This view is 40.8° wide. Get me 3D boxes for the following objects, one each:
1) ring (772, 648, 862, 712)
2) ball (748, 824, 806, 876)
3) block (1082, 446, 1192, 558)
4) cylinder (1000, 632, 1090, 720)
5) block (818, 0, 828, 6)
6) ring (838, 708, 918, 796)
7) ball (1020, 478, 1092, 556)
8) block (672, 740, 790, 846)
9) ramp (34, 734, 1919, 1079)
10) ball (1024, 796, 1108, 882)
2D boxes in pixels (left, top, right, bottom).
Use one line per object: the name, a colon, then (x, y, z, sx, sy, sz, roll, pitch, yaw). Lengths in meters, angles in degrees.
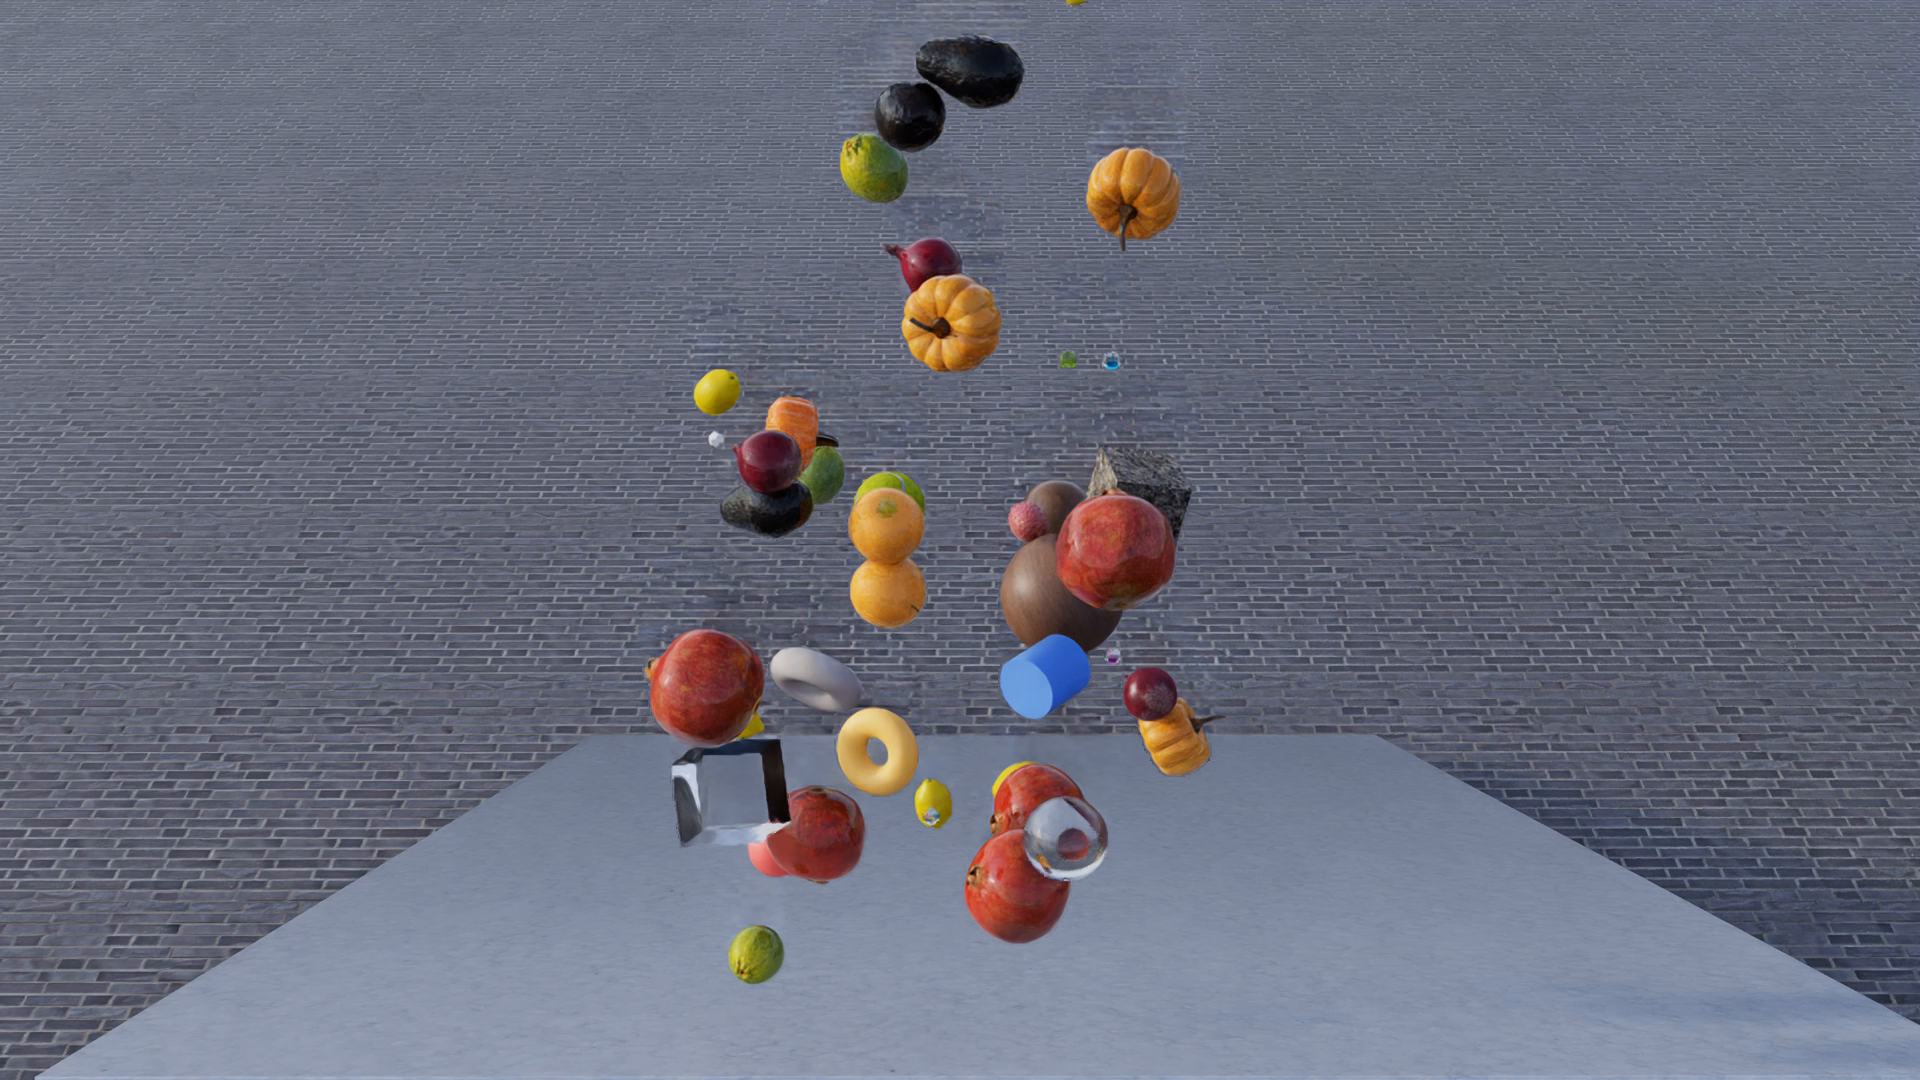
ring: (-0.166, 0.161, 2.981, 0.112, 0.112, 0.037, 13, 65, 22)
ball: (-0.216, 0.363, 3.046, 0.067, 0.067, 0.067, 0, 28, 0)
block: (0.170, -0.037, 2.504, 0.075, 0.075, 0.075, 7, 27, -15)
cylinder: (0.081, 0.130, 2.463, 0.062, 0.062, 0.062, 22, 40, 35)
block: (-0.125, -0.576, 2.400, 0.098, 0.098, 0.098, -38, 22, 12)
ring: (-0.092, 0.237, 2.889, 0.100, 0.100, 0.033, 15, 15, 25)
ball: (0.109, -0.026, 2.886, 0.086, 0.086, 0.086, 0, 28, 0)
block: (-0.256, 0.282, 2.880, 0.095, 0.095, 0.095, 1, 69, -27)
ramp: (0.063, 0.570, 4.611, 2.000, 0.100, 4.000, 0, 1, 0)
ball: (0.106, 0.301, 2.600, 0.086, 0.086, 0.086, 0, 28, 0)
